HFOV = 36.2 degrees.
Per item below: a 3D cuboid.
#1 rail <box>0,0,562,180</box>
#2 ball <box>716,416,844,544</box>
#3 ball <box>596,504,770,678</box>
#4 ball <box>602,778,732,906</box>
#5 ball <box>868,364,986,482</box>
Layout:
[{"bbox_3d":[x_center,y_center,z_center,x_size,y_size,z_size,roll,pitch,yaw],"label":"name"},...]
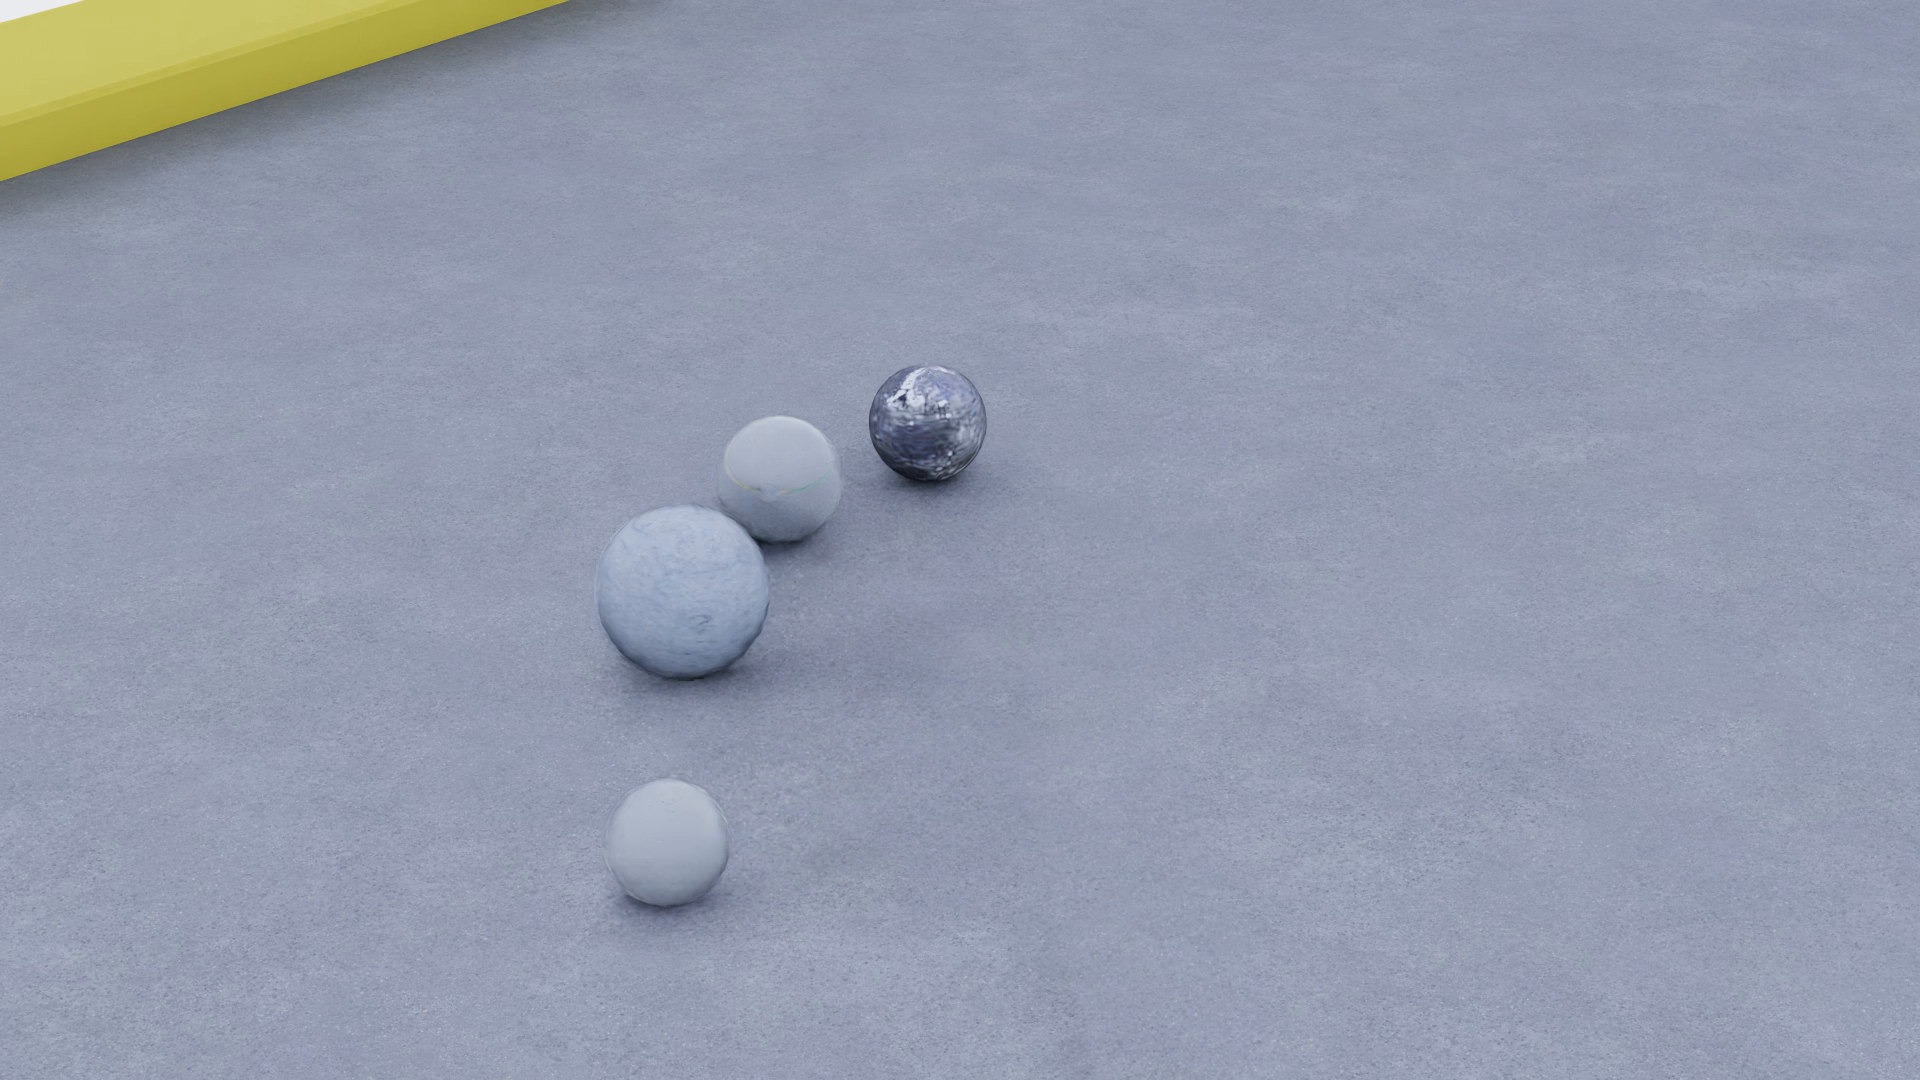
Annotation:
[{"bbox_3d":[-0.297,-0.652,3.053,0.045,0.130,3.966,18,31,32],"label":"rail"},{"bbox_3d":[-0.113,-0.038,1.843,0.080,0.080,0.080,0,26,0],"label":"ball"},{"bbox_3d":[-0.158,0.029,1.681,0.100,0.100,0.100,0,26,0],"label":"ball"},{"bbox_3d":[-0.146,0.151,1.471,0.064,0.064,0.064,0,26,0],"label":"ball"},{"bbox_3d":[-0.021,-0.077,1.926,0.078,0.078,0.078,0,26,0],"label":"ball"}]
